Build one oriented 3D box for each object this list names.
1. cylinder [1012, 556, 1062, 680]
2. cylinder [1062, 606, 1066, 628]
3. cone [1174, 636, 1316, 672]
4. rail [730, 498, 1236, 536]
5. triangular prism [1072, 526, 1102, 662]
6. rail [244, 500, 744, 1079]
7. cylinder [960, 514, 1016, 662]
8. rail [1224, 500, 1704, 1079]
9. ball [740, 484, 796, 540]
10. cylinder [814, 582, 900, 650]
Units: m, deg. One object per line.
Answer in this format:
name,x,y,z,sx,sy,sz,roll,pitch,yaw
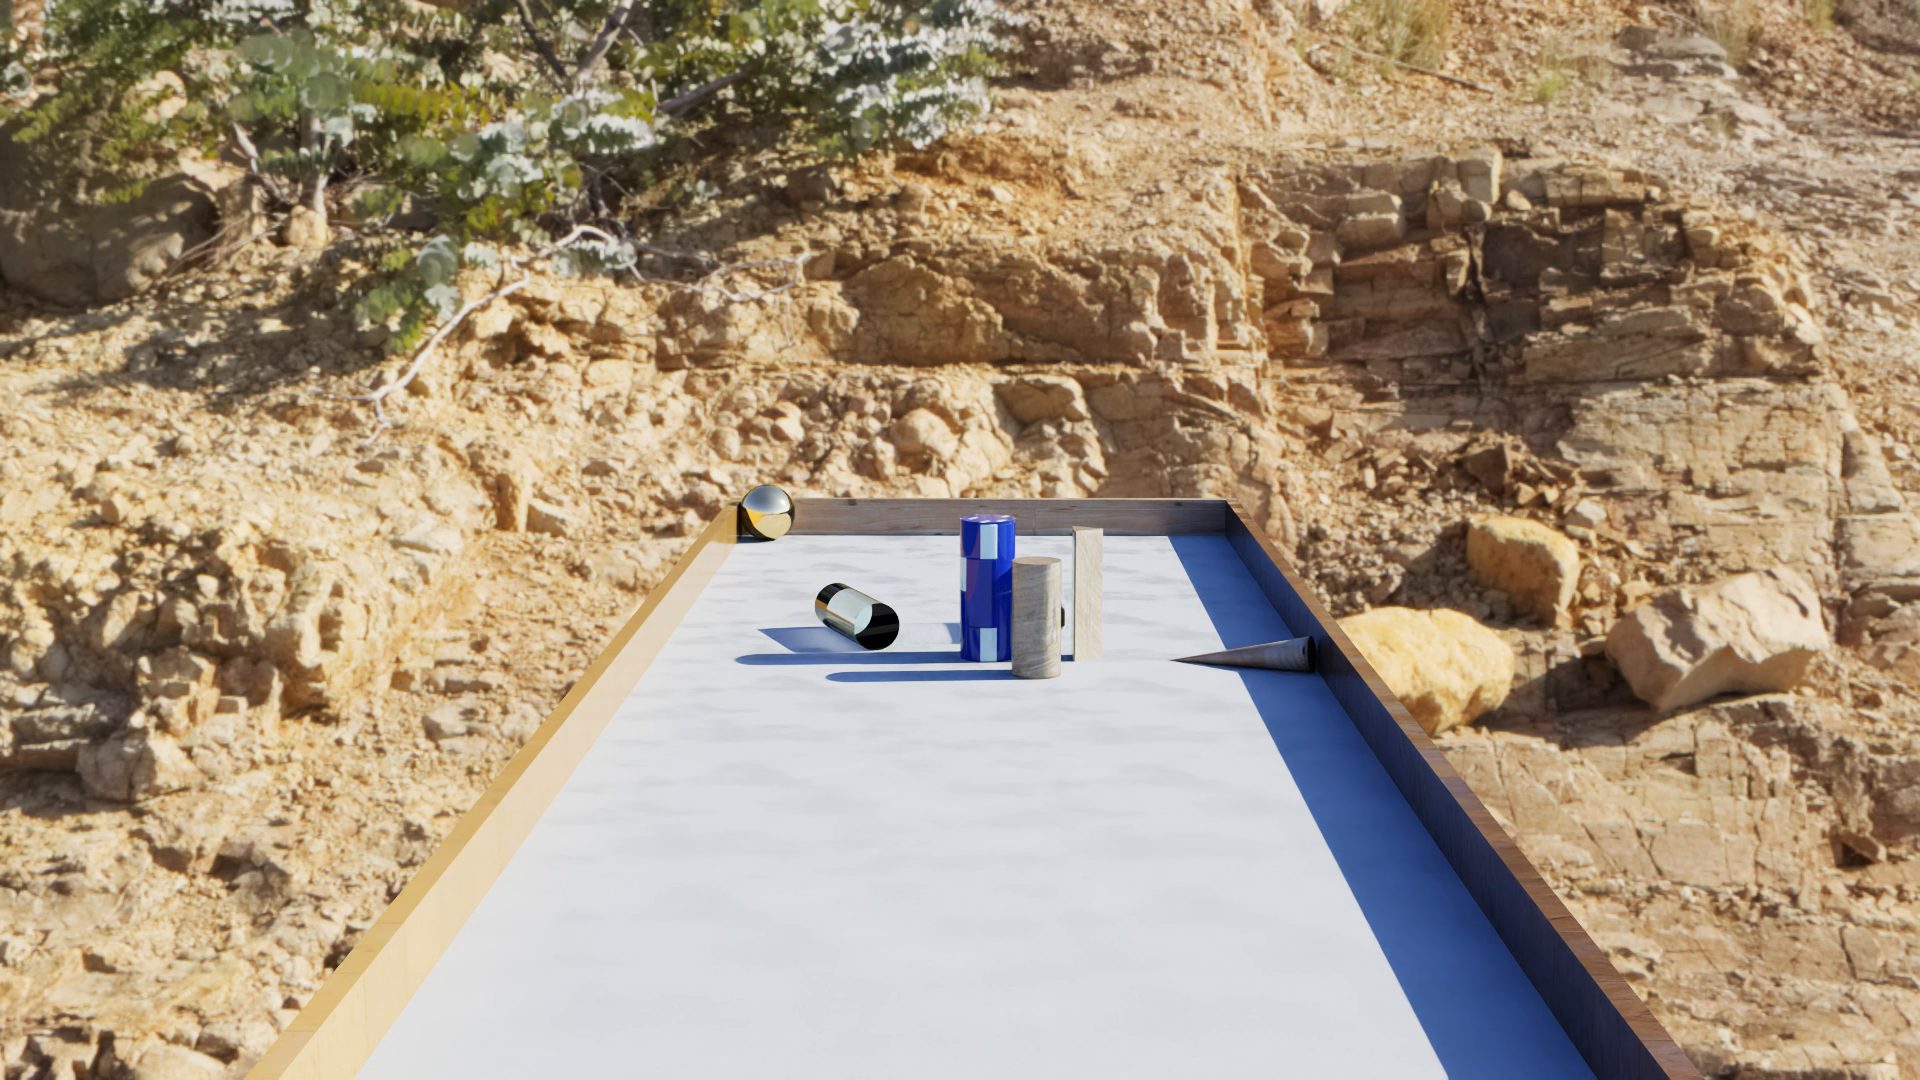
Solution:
cylinder,0.225,0.228,6.477,0.147,0.342,0.147,0,9,0
cylinder,0.241,0.219,7.118,0.159,0.159,0.345,-1,9,-4
cone,0.837,0.353,6.610,0.449,0.109,0.109,-4,7,23
rail,0.099,-0.098,9.147,2.100,0.150,0.050,0,9,1
triangular prism,0.368,0.161,6.711,0.101,0.401,0.088,-5,10,-31
rail,-1.004,0.839,3.234,0.050,0.150,12.000,0,9,1
cylinder,0.084,0.146,6.720,0.169,0.429,0.169,0,9,0
rail,1.046,0.843,3.208,0.050,0.150,12.000,0,9,1
ball,-0.789,-0.114,9.000,0.228,0.228,0.228,0,9,0
cylinder,-0.331,0.241,7.008,0.150,0.150,0.391,-4,10,-22
